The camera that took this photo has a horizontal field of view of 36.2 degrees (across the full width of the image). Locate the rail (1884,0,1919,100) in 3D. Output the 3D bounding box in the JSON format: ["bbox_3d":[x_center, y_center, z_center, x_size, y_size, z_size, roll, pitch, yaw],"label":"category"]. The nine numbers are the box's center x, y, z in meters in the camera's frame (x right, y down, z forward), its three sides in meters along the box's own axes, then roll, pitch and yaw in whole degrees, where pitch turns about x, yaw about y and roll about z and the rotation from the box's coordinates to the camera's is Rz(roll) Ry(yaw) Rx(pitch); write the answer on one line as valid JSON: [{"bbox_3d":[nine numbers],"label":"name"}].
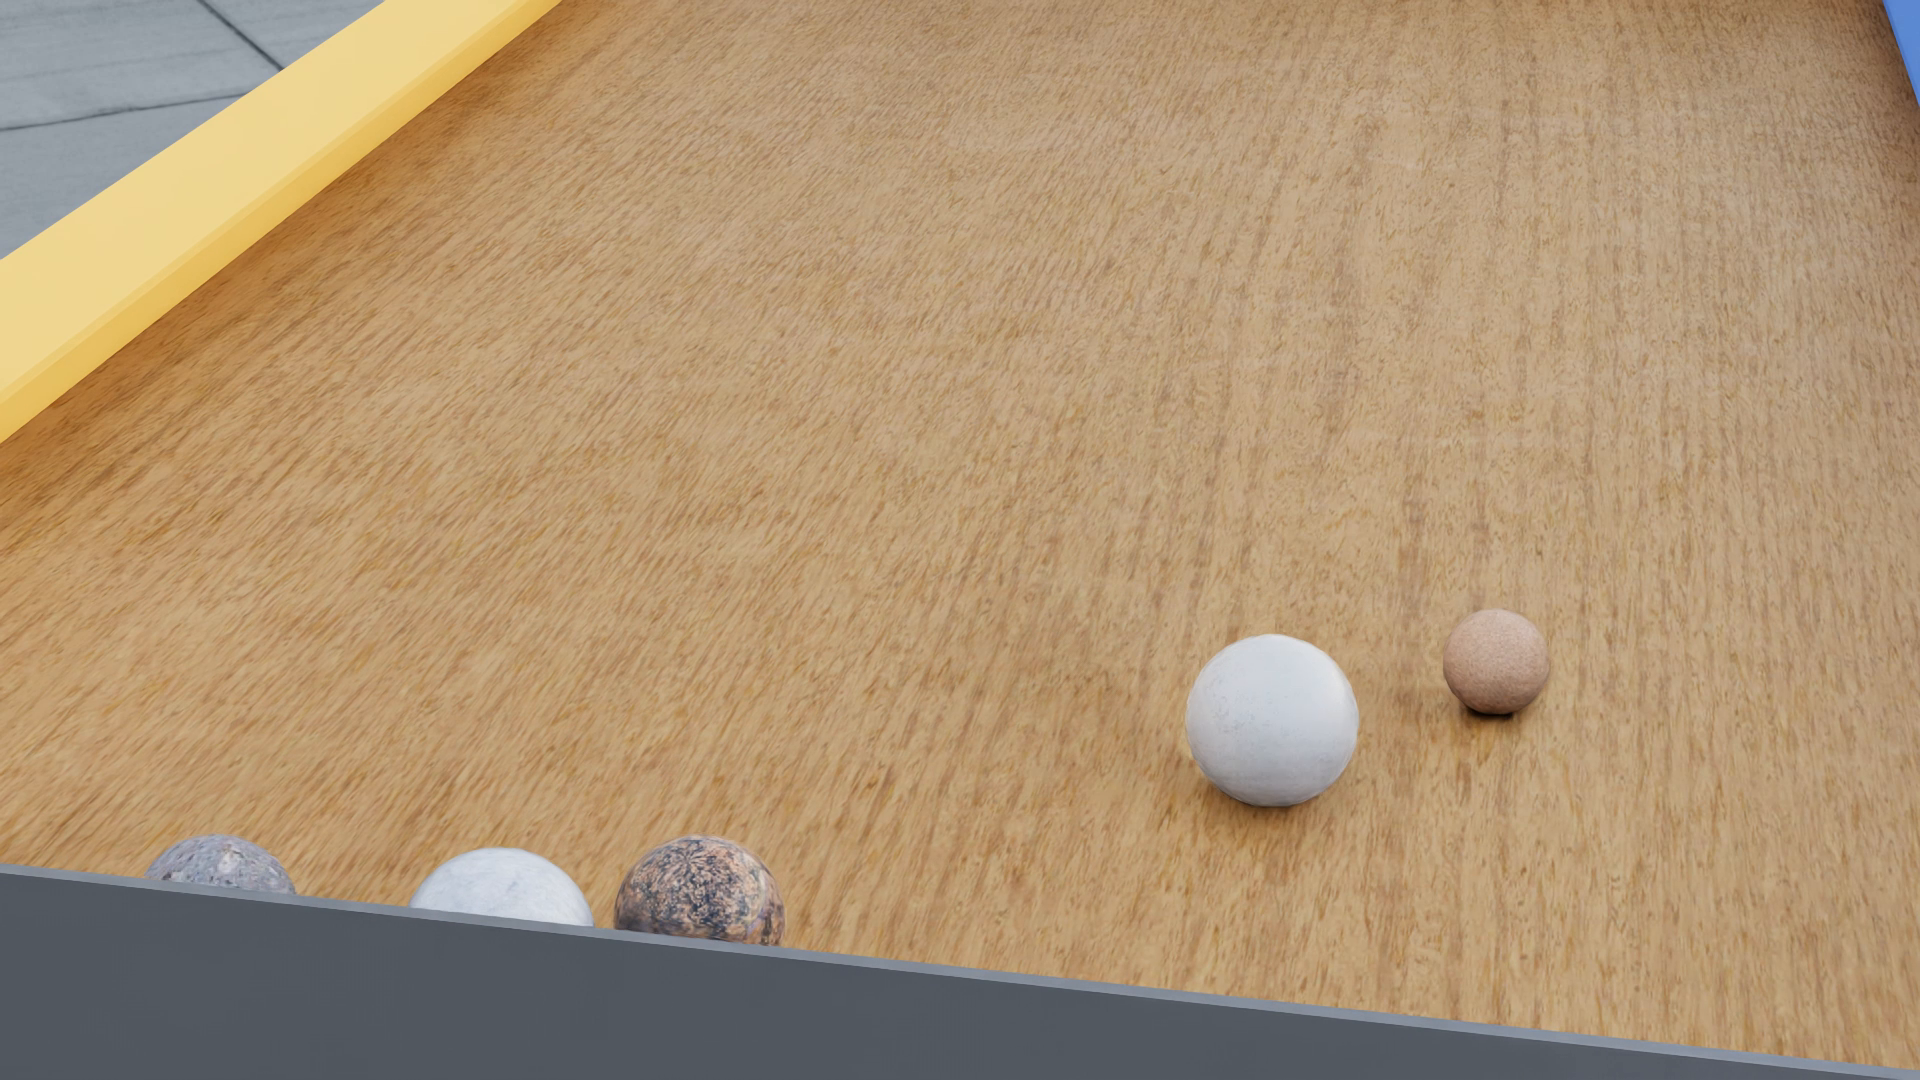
[{"bbox_3d":[0.835,-0.224,2.353,0.045,0.129,2.541,5,25,10],"label":"rail"}]

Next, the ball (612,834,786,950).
[{"bbox_3d":[-0.133,0.194,1.497,0.088,0.088,0.088,0,25,0],"label":"ball"}]

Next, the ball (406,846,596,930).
[{"bbox_3d":[-0.230,0.203,1.466,0.099,0.099,0.099,0,25,0],"label":"ball"}]

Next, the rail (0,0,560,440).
[{"bbox_3d":[-0.590,-0.341,2.608,0.045,0.129,2.541,5,25,10],"label":"rail"}]

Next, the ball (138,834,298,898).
[{"bbox_3d":[-0.381,0.193,1.504,0.084,0.084,0.084,0,25,0],"label":"ball"}]

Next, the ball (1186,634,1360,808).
[{"bbox_3d":[0.178,0.103,1.682,0.099,0.099,0.099,0,25,0],"label":"ball"}]

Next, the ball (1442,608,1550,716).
[{"bbox_3d":[0.325,0.074,1.786,0.065,0.065,0.065,0,25,0],"label":"ball"}]

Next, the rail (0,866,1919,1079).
[{"bbox_3d":[-0.118,0.230,1.370,1.501,0.129,0.045,5,25,10],"label":"rail"}]
